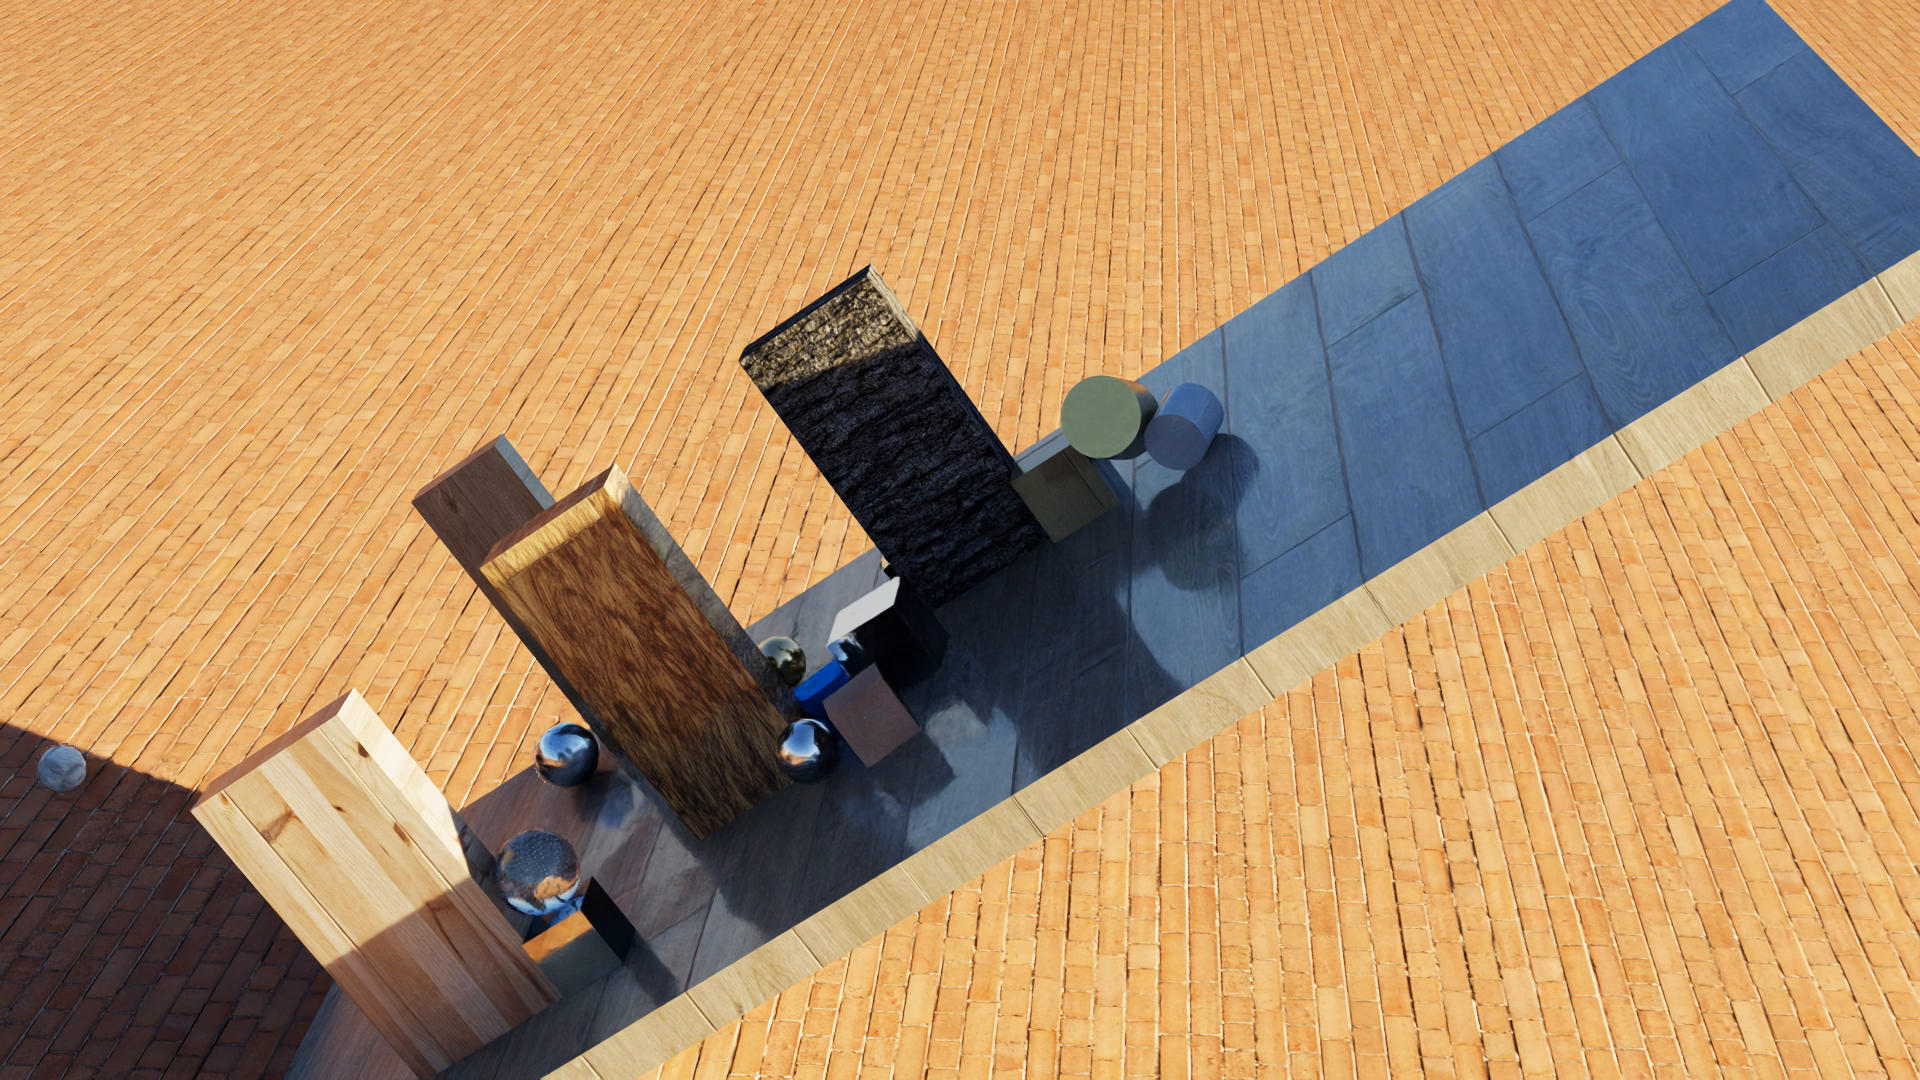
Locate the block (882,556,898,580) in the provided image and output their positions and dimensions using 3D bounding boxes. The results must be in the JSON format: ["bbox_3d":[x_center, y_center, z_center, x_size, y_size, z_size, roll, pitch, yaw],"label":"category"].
[{"bbox_3d":[-0.099,0.063,6.740,0.113,0.113,0.113,-35,15,7],"label":"block"}]

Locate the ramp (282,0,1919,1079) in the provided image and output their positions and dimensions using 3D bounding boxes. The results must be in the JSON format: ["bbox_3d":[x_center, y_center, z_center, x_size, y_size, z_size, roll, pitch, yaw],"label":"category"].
[{"bbox_3d":[0.136,0.174,6.306,4.000,0.100,2.000,-32,16,15],"label":"ramp"}]

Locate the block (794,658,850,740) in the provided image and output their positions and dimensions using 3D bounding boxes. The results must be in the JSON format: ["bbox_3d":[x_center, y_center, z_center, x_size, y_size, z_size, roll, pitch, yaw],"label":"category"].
[{"bbox_3d":[-0.271,0.345,6.275,0.113,0.113,0.113,-37,17,-1],"label":"block"}]

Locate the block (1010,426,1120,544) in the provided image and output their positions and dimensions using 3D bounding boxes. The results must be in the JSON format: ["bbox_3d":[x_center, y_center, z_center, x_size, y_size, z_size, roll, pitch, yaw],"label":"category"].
[{"bbox_3d":[0.234,-0.133,6.481,0.171,0.171,0.171,-32,16,15],"label":"block"}]

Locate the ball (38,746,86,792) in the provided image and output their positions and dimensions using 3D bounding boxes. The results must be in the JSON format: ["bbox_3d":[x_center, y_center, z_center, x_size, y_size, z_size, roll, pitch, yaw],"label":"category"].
[{"bbox_3d":[-2.506,0.638,8.212,0.130,0.130,0.130,0,21,0],"label":"ball"}]

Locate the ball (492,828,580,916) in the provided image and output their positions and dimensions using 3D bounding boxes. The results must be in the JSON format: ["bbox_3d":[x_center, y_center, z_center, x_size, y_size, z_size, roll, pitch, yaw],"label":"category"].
[{"bbox_3d":[-0.851,0.669,5.914,0.175,0.175,0.175,0,21,0],"label":"ball"}]

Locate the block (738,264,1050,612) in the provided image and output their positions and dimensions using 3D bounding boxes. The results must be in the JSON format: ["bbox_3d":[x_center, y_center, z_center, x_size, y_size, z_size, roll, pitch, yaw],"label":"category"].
[{"bbox_3d":[-0.132,-0.217,6.493,0.347,0.716,0.102,-32,16,15],"label":"block"}]

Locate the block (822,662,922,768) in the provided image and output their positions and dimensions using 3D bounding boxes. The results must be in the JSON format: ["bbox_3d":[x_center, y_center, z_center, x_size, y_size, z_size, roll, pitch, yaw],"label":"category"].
[{"bbox_3d":[-0.181,0.358,6.005,0.134,0.134,0.134,-36,15,0],"label":"block"}]

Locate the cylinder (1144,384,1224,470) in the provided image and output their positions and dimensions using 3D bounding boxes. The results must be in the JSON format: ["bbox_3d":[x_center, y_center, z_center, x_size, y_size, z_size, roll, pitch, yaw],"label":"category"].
[{"bbox_3d":[0.482,-0.245,6.332,0.138,0.138,0.138,8,34,19],"label":"cylinder"}]

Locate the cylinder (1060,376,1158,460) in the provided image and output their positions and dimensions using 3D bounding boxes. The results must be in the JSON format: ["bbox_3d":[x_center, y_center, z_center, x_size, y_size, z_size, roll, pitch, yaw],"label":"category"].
[{"bbox_3d":[0.327,-0.263,6.361,0.178,0.178,0.178,7,2,18],"label":"cylinder"}]

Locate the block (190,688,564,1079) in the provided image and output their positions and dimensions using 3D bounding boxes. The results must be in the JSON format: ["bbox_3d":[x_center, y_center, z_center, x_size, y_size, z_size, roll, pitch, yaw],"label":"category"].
[{"bbox_3d":[-1.156,0.705,5.955,0.382,0.743,0.130,-32,16,15],"label":"block"}]

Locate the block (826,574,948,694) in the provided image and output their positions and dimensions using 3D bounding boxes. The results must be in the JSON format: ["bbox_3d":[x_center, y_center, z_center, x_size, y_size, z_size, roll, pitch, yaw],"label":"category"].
[{"bbox_3d":[-0.153,0.215,6.293,0.174,0.174,0.174,-32,16,17],"label":"block"}]

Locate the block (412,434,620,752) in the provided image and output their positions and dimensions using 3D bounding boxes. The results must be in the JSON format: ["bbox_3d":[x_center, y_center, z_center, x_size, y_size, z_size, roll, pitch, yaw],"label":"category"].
[{"bbox_3d":[-0.980,0.134,7.160,0.258,0.793,0.092,-32,16,15],"label":"block"}]

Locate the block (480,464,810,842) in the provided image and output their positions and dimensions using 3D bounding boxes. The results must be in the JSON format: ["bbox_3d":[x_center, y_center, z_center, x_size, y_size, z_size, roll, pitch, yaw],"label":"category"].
[{"bbox_3d":[-0.636,0.241,6.171,0.325,0.751,0.139,-32,16,15],"label":"block"}]

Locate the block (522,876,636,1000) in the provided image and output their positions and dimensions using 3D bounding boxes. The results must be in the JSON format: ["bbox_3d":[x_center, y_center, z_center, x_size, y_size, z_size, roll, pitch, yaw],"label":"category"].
[{"bbox_3d":[-0.770,0.804,5.950,0.147,0.147,0.147,-32,16,14],"label":"block"}]

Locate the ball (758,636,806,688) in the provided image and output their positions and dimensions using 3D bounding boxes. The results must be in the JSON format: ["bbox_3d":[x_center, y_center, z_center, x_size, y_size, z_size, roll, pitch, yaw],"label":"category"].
[{"bbox_3d":[-0.415,0.283,6.743,0.126,0.126,0.126,0,21,0],"label":"ball"}]

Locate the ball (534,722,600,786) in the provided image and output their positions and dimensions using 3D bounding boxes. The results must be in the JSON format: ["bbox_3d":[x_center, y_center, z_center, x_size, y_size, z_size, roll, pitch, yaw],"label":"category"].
[{"bbox_3d":[-0.959,0.524,7.177,0.156,0.156,0.156,0,21,0],"label":"ball"}]

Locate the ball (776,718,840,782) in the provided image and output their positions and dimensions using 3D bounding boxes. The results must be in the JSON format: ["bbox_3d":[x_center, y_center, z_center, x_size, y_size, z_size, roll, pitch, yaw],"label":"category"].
[{"bbox_3d":[-0.314,0.434,6.077,0.132,0.132,0.132,0,21,0],"label":"ball"}]
